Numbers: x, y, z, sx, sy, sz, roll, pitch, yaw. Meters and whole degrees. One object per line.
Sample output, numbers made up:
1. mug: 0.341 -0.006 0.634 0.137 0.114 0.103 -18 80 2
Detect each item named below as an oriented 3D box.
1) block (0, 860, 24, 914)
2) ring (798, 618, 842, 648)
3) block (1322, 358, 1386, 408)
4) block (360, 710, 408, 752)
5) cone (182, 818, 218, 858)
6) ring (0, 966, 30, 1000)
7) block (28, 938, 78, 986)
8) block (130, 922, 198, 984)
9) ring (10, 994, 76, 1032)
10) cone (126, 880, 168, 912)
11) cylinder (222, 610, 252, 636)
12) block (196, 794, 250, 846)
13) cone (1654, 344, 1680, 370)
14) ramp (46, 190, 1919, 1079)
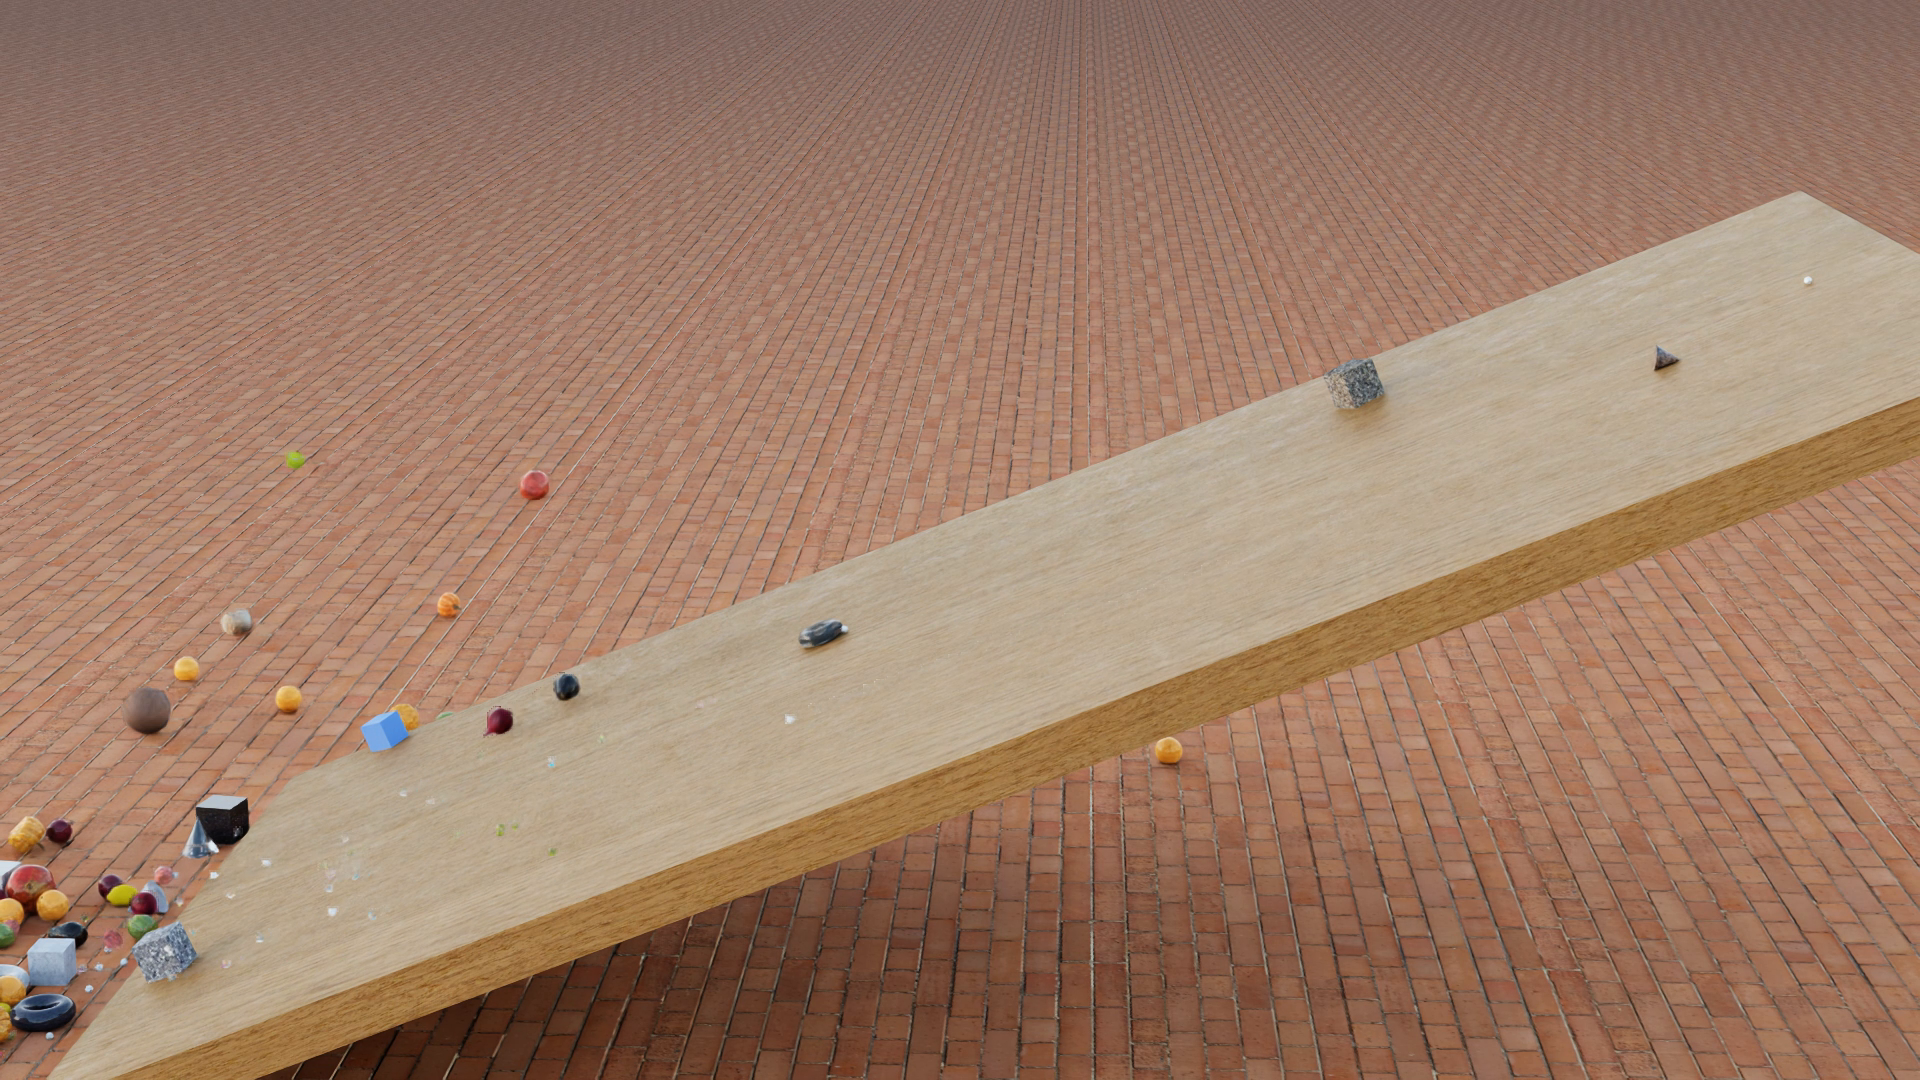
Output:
1. block: -2.254 0.809 6.871 0.092 0.092 0.092 3 14 12
2. ring: -0.314 0.209 6.606 0.105 0.035 0.105 -22 11 4
3. block: 0.901 -0.357 6.727 0.086 0.086 0.086 -27 13 -21
4. block: -1.447 0.481 7.397 0.071 0.071 0.071 -15 15 34
5. cone: -1.869 0.723 7.222 0.090 0.090 0.090 0 14 0
6. ring: -2.084 0.959 6.372 0.131 0.044 0.131 0 15 0
7. block: -1.987 0.924 6.439 0.079 0.079 0.079 0 14 1
8. block: -1.656 0.858 6.122 0.083 0.083 0.083 -20 12 13
9. ring: -1.937 0.998 6.213 0.136 0.045 0.136 -1 14 0
10. cone: -1.901 0.846 6.835 0.084 0.084 0.084 -26 13 5
11. cylinder: -2.246 0.256 9.137 0.067 0.067 0.067 12 19 40
12. block: -1.835 0.696 7.320 0.093 0.093 0.093 3 14 13
13. cone: 1.434 -0.367 5.954 0.052 0.052 0.052 6 15 7
14. ramp: 0.125 0.173 6.289 4.000 0.100 2.000 -21 12 7
